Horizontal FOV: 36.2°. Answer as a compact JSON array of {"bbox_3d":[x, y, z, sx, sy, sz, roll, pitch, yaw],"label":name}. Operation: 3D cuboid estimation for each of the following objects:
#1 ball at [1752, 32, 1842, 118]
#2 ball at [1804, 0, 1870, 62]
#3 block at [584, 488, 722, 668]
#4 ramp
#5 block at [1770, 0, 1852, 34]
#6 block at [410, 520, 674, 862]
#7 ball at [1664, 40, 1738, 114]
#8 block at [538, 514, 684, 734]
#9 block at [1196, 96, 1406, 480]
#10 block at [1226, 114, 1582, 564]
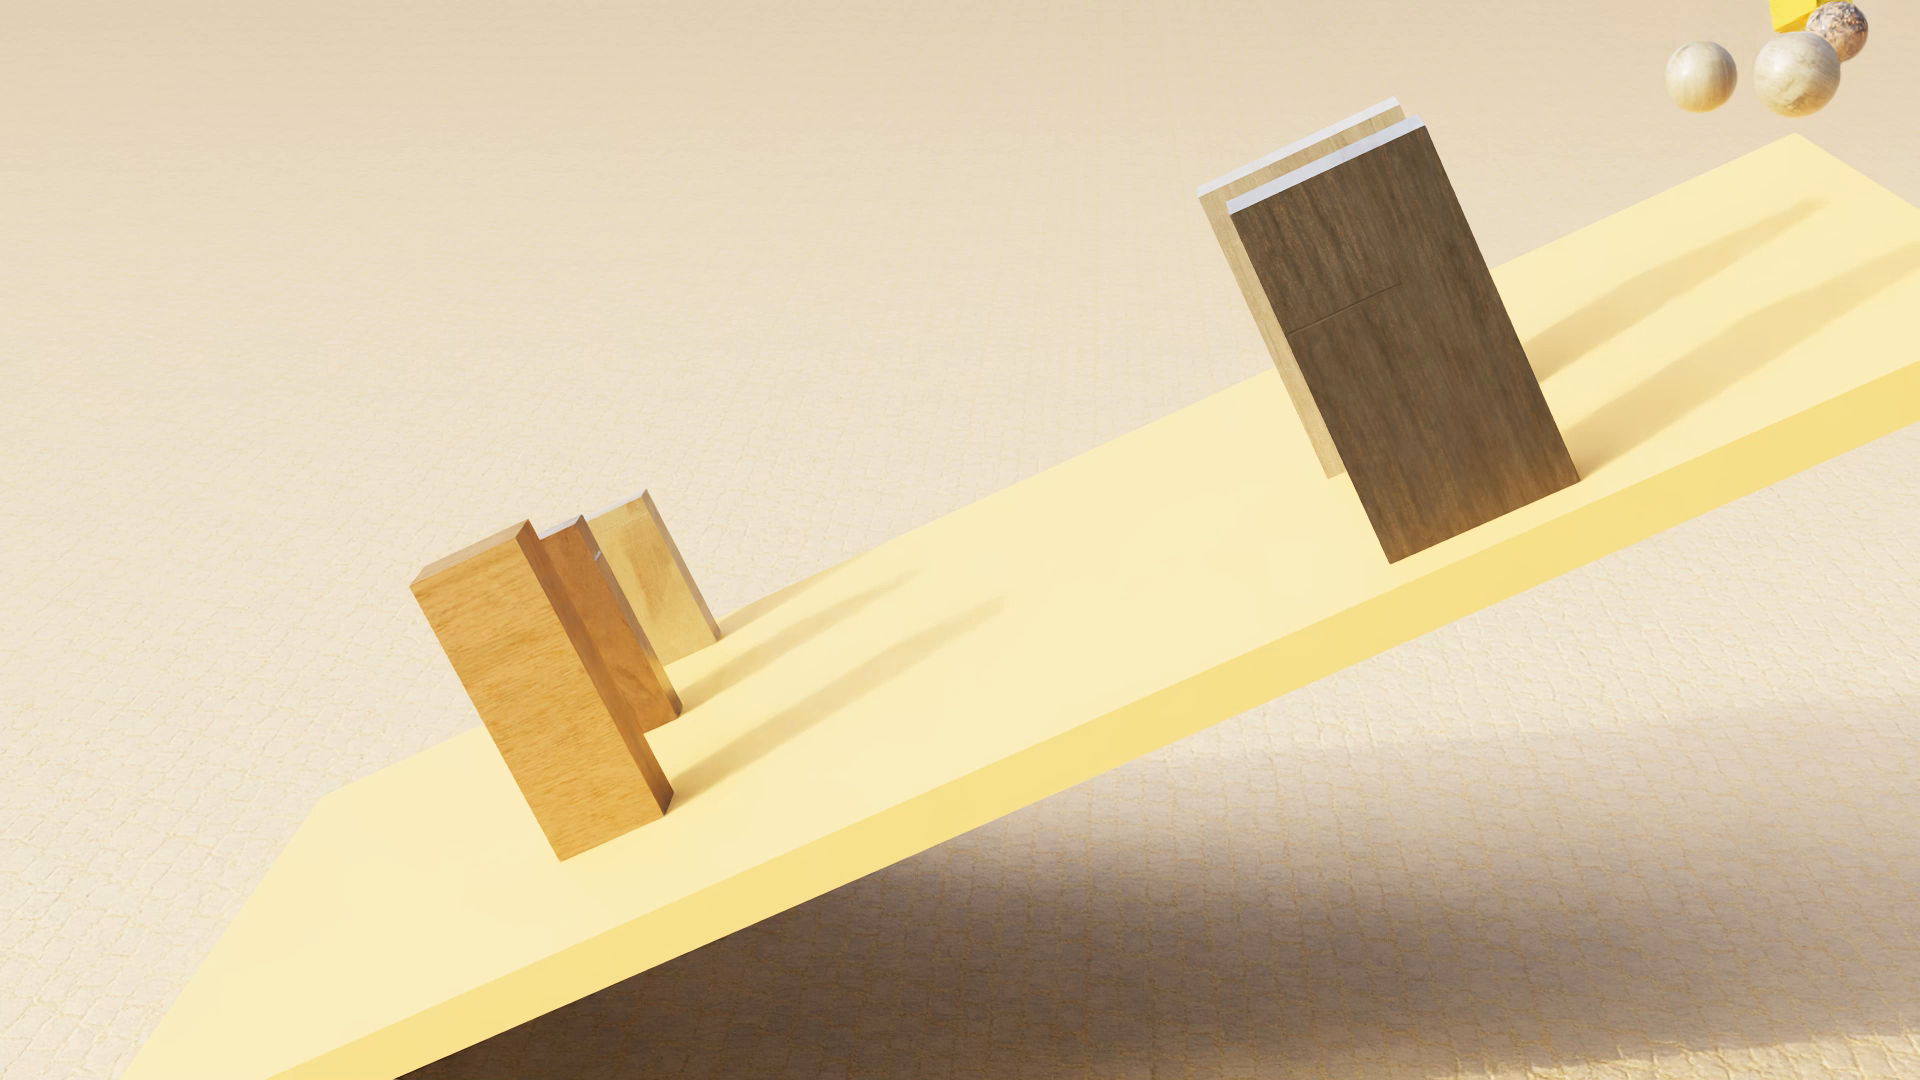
[{"bbox_3d":[1.573,-0.875,5.531,0.161,0.161,0.161,0,16,0],"label":"ball"},{"bbox_3d":[1.706,-0.988,5.722,0.120,0.120,0.120,0,16,0],"label":"ball"},{"bbox_3d":[-0.783,0.111,7.143,0.243,0.404,0.084,-24,13,9],"label":"block"},{"bbox_3d":[0.136,0.169,6.282,4.000,0.100,2.000,-24,13,9],"label":"ramp"},{"bbox_3d":[1.740,-1.106,6.018,0.114,0.114,0.114,6,-19,-33],"label":"block"},{"bbox_3d":[-0.843,0.307,5.968,0.240,0.648,0.141,-24,13,9],"label":"block"},{"bbox_3d":[1.544,-0.966,6.133,0.150,0.150,0.150,0,16,0],"label":"ball"},{"bbox_3d":[-0.884,0.236,6.638,0.317,0.503,0.086,-24,13,9],"label":"block"},{"bbox_3d":[0.812,-0.508,5.963,0.435,0.641,0.122,-24,13,9],"label":"block"},{"bbox_3d":[0.795,-0.357,5.276,0.371,0.705,0.141,-24,13,9],"label":"block"}]
